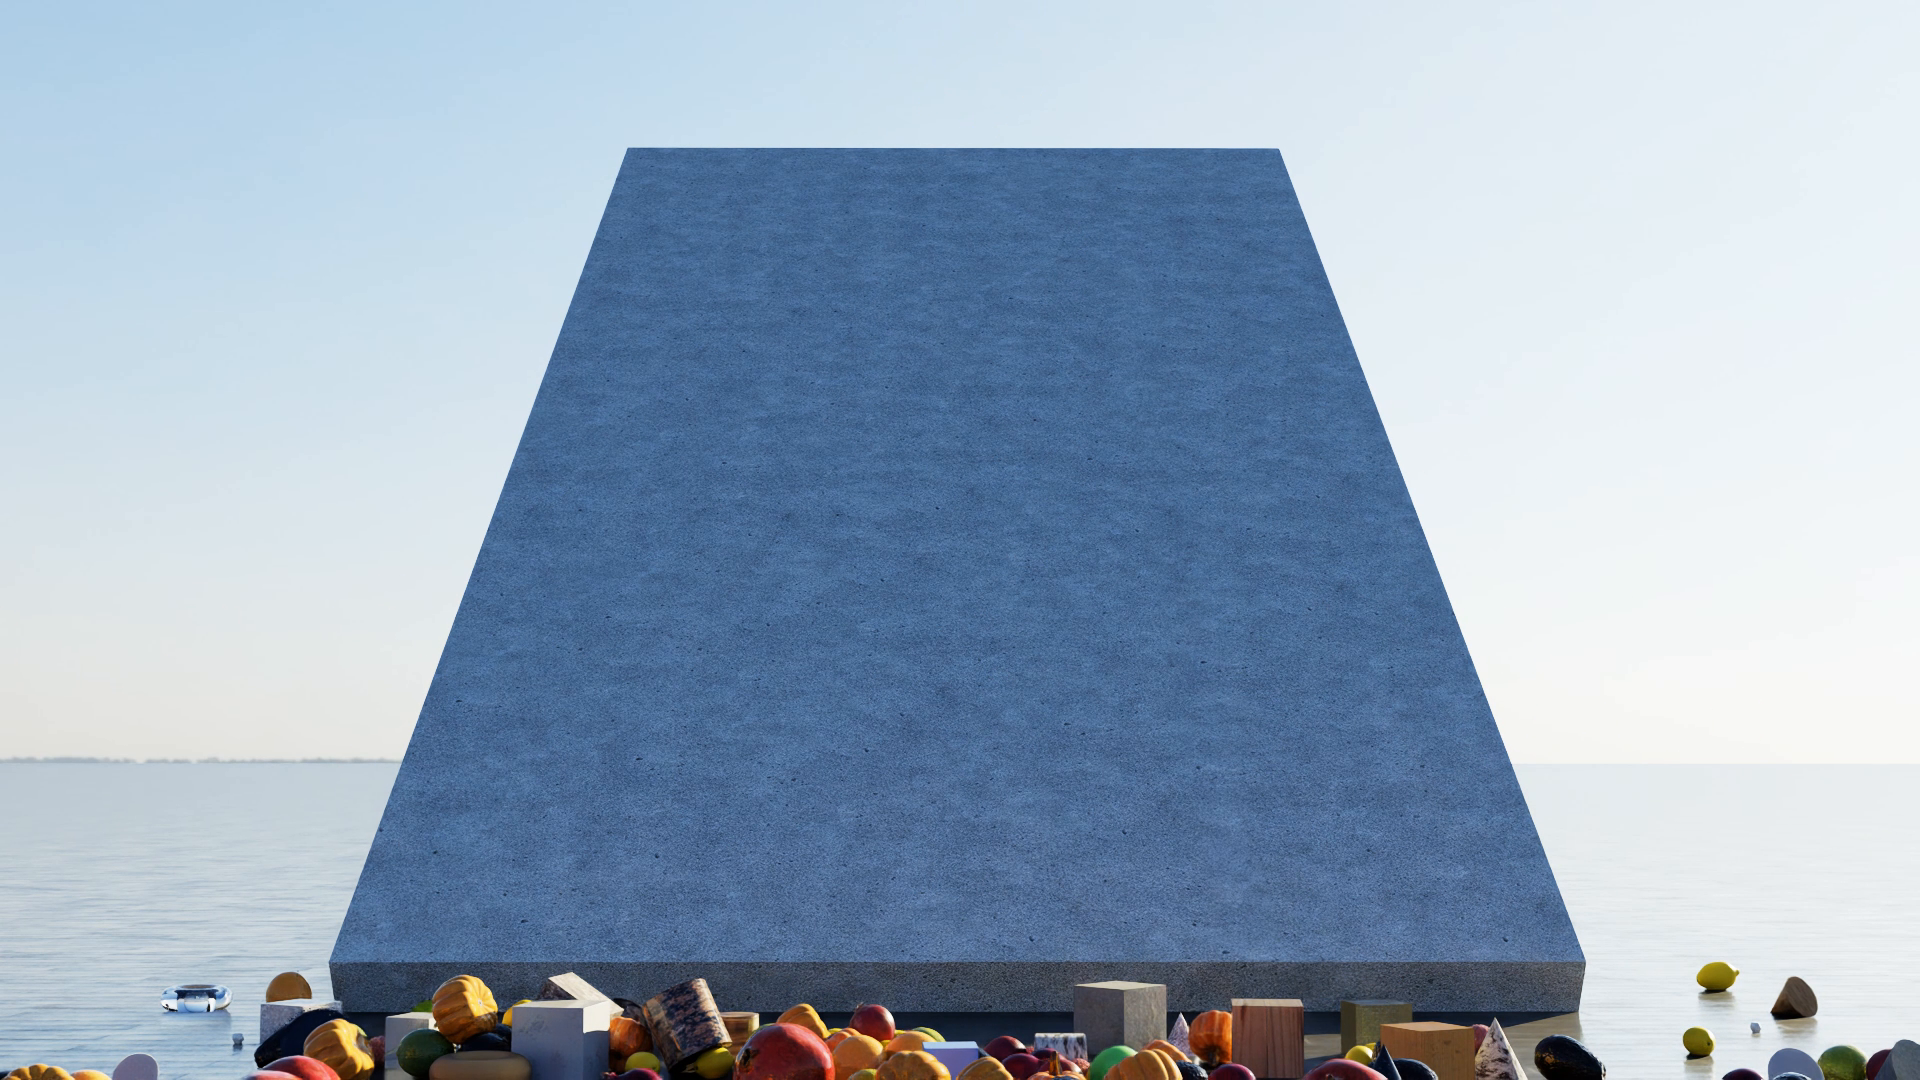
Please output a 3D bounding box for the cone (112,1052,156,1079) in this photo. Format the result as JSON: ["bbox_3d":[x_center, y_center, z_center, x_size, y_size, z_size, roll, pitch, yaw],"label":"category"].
[{"bbox_3d":[-0.992,0.661,2.900,0.057,0.057,0.057,-1,-40,13],"label":"cone"}]

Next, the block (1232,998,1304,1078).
[{"bbox_3d":[0.399,0.646,3.097,0.090,0.090,0.090,-1,-5,6],"label":"block"}]

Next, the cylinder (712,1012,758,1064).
[{"bbox_3d":[-0.303,0.671,3.215,0.063,0.063,0.063,0,-5,0],"label":"cylinder"}]

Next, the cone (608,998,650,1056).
[{"bbox_3d":[-0.479,0.691,3.293,0.083,0.083,0.083,-1,21,10],"label":"cone"}]

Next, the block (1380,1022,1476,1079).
[{"bbox_3d":[0.571,0.635,2.913,0.080,0.080,0.080,3,-6,-27],"label":"block"}]

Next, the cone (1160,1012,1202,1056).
[{"bbox_3d":[0.305,0.681,3.296,0.057,0.057,0.057,0,-5,0],"label":"cone"}]

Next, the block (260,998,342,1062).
[{"bbox_3d":[-0.895,0.667,3.241,0.076,0.076,0.076,-3,-6,27],"label":"block"}]

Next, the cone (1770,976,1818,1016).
[{"bbox_3d":[1.315,0.740,3.801,0.068,0.068,0.068,3,-33,-34],"label":"cone"}]

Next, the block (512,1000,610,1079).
[{"bbox_3d":[-0.508,0.639,3.038,0.095,0.095,0.095,-1,-5,11],"label":"block"}]

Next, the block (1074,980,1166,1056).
[{"bbox_3d":[0.223,0.666,3.321,0.091,0.091,0.091,-5,-7,44],"label":"block"}]

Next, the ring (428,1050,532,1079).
[{"bbox_3d":[-0.592,0.657,2.945,0.125,0.042,0.125,0,-4,0],"label":"ring"}]

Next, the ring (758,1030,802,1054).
[{"bbox_3d":[-0.260,0.698,3.313,0.080,0.027,0.080,1,-5,0],"label":"ring"}]

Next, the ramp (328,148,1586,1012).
[{"bbox_3d":[-0.011,-0.223,5.582,2.000,0.100,4.000,0,28,0],"label":"ramp"}]

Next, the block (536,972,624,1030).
[{"bbox_3d":[-0.514,0.634,3.135,0.088,0.088,0.088,33,1,12],"label":"block"}]

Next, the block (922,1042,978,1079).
[{"bbox_3d":[-0.012,0.638,2.861,0.064,0.064,0.064,0,-5,-3],"label":"block"}]

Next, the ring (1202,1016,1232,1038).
[{"bbox_3d":[0.394,0.715,3.496,0.079,0.026,0.079,1,-5,0],"label":"ring"}]

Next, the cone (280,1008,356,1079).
[{"bbox_3d":[-0.820,0.669,3.086,0.096,0.096,0.096,0,-32,0],"label":"cone"}]

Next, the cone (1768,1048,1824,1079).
[{"bbox_3d":[0.982,0.653,2.848,0.072,0.072,0.072,1,-32,-11],"label":"cone"}]

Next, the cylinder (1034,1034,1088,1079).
[{"bbox_3d":[0.126,0.651,2.993,0.062,0.062,0.062,0,-5,-2],"label":"cylinder"}]

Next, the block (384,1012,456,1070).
[{"bbox_3d":[-0.716,0.665,3.166,0.066,0.066,0.066,-2,-6,20],"label":"block"}]

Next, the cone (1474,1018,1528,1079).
[{"bbox_3d":[0.684,0.648,3.046,0.077,0.077,0.077,0,-5,0],"label":"cone"}]

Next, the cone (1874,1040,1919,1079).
[{"bbox_3d":[1.096,0.646,2.811,0.087,0.087,0.087,4,-33,-35],"label":"cone"}]

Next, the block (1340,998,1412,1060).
[{"bbox_3d":[0.571,0.671,3.272,0.073,0.073,0.073,1,-5,-14],"label":"block"}]

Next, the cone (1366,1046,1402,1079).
[{"bbox_3d":[0.486,0.618,2.732,0.081,0.081,0.081,0,-5,0],"label":"cone"}]

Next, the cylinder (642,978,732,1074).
[{"bbox_3d":[-0.353,0.630,3.089,0.090,0.090,0.090,-24,-20,-9],"label":"cylinder"}]

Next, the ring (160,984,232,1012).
[{"bbox_3d":[-1.240,0.744,3.872,0.113,0.038,0.113,1,-4,0],"label":"ring"}]

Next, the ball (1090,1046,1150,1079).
[{"bbox_3d":[0.187,0.629,2.793,0.070,0.070,0.070,0,-5,0],"label":"ball"}]
